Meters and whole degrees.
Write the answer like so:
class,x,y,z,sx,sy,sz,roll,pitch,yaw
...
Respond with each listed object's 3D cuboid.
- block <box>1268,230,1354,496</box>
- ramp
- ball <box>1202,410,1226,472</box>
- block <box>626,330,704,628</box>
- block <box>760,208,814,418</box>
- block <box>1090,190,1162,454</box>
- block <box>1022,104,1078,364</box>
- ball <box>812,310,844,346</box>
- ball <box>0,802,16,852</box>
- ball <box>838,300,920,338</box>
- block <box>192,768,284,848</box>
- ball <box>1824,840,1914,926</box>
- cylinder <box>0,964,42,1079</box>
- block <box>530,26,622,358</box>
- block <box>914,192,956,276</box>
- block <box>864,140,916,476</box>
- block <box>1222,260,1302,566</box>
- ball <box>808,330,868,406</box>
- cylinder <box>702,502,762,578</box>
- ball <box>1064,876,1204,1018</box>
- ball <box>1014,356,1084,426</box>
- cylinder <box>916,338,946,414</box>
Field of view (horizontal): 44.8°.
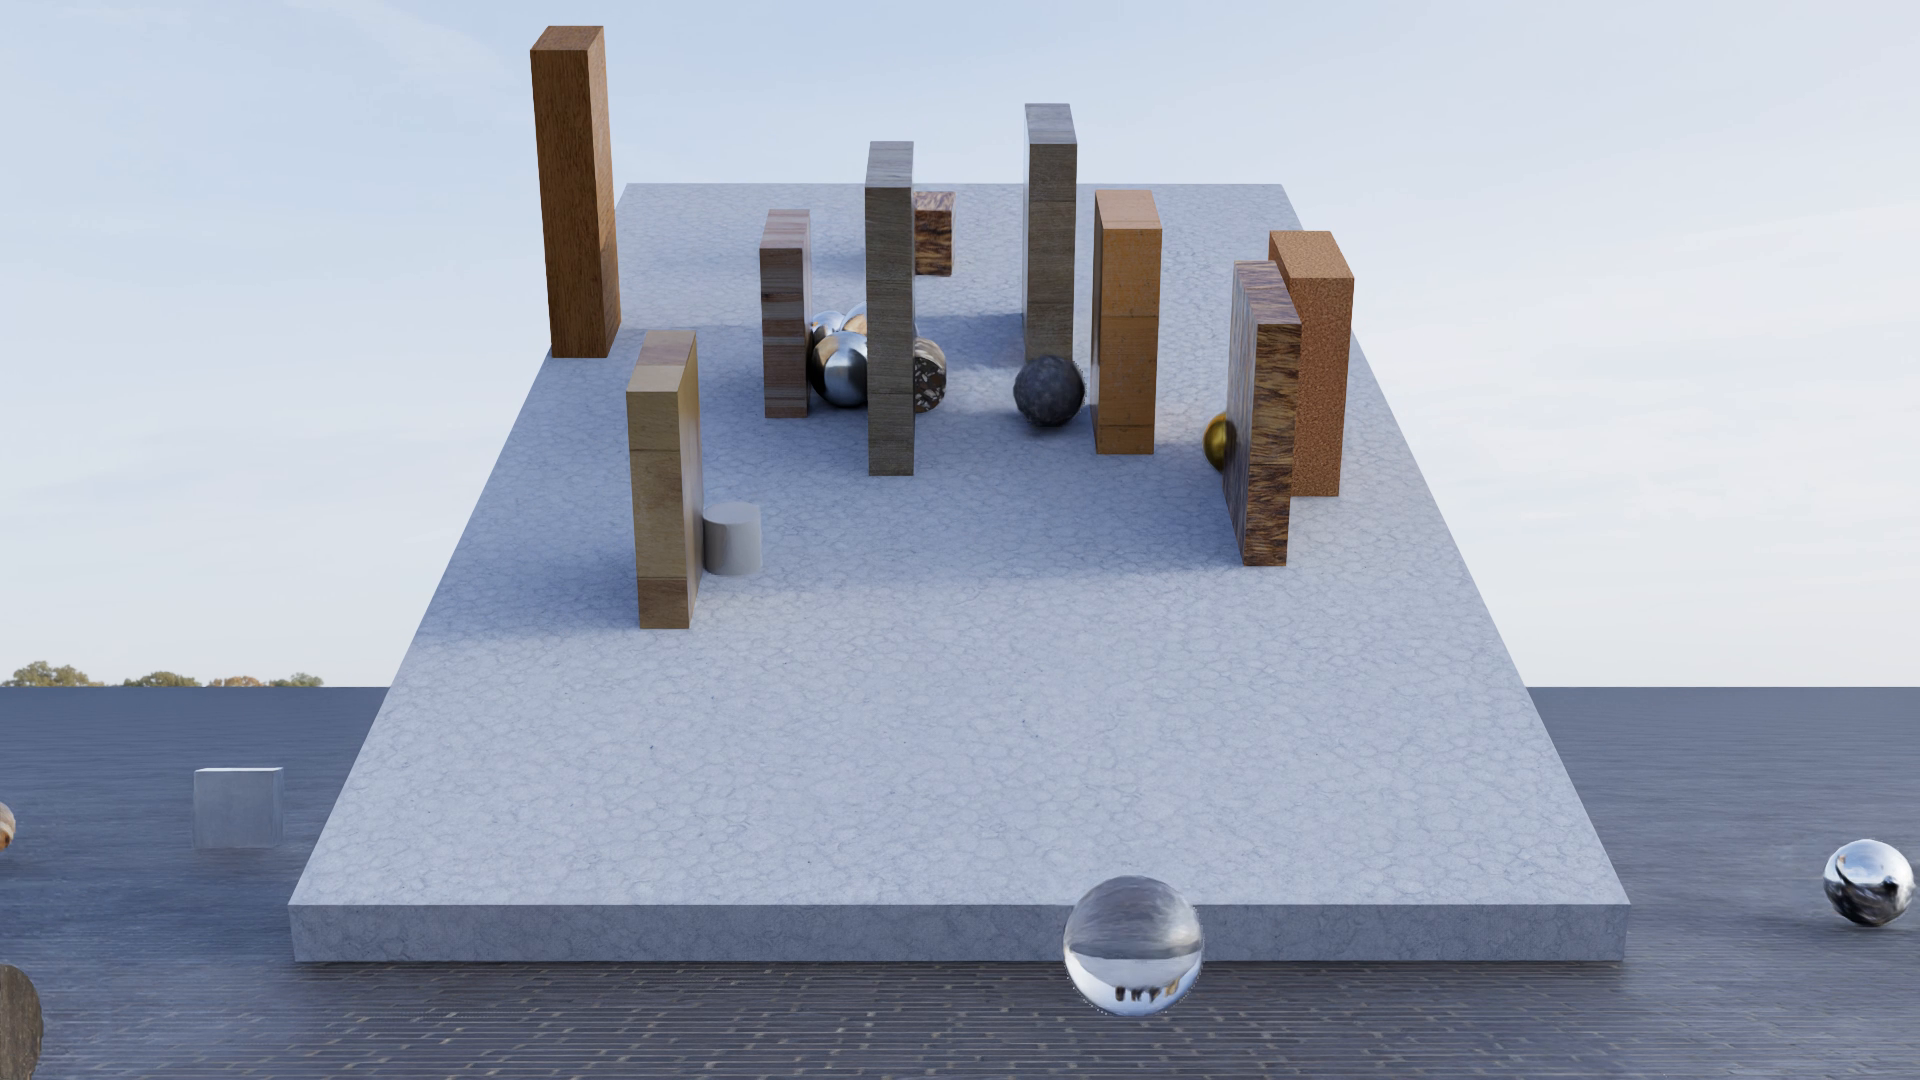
class,x,y,z,sx,sy,sz,roll,pitch,yaw
block,0.730,-0.378,4.941,0.130,0.479,0.332,0,24,0
ramp,-0.008,-0.228,5.312,2.000,0.100,4.000,0,24,0
ball,0.592,-0.208,4.968,0.146,0.146,0.146,0,-3,0
block,-0.547,-0.117,4.364,0.091,0.468,0.331,0,24,0
block,-0.396,-0.524,5.357,0.095,0.401,0.312,0,24,0
block,0.362,-0.483,5.136,0.124,0.511,0.306,0,24,0
block,0.216,-0.752,5.694,0.112,0.545,0.396,0,24,0
ball,-0.313,-0.487,5.604,0.131,0.131,0.131,0,-3,0
ball,-2.332,0.687,5.561,0.141,0.141,0.141,0,-3,0
ball,-0.192,-0.472,5.496,0.195,0.195,0.195,0,-3,0
block,-1.845,0.684,5.955,0.194,0.194,0.194,1,-3,-9
ball,1.568,0.591,4.017,0.147,0.147,0.147,0,-3,0
cylinder,-1.006,0.487,2.279,0.144,0.144,0.144,-1,-4,14
block,-0.925,-0.841,5.636,0.133,0.750,0.275,0,24,0
block,-0.108,-0.832,6.314,0.182,0.182,0.182,1,24,3
block,-0.148,-0.503,5.026,0.095,0.634,0.373,0,24,0
block,0.598,-0.258,4.647,0.083,0.500,0.398,0,24,0
ball,-0.261,-0.393,5.343,0.174,0.174,0.174,0,-3,0
cylinder,-0.444,-0.001,4.540,0.114,0.114,0.114,0,24,0
ball,0.218,0.511,2.930,0.177,0.177,0.177,0,-3,0
ball,0.201,-0.335,5.234,0.160,0.160,0.160,0,-3,0
cylinder,-0.100,-0.380,5.361,0.137,0.137,0.137,0,24,0
